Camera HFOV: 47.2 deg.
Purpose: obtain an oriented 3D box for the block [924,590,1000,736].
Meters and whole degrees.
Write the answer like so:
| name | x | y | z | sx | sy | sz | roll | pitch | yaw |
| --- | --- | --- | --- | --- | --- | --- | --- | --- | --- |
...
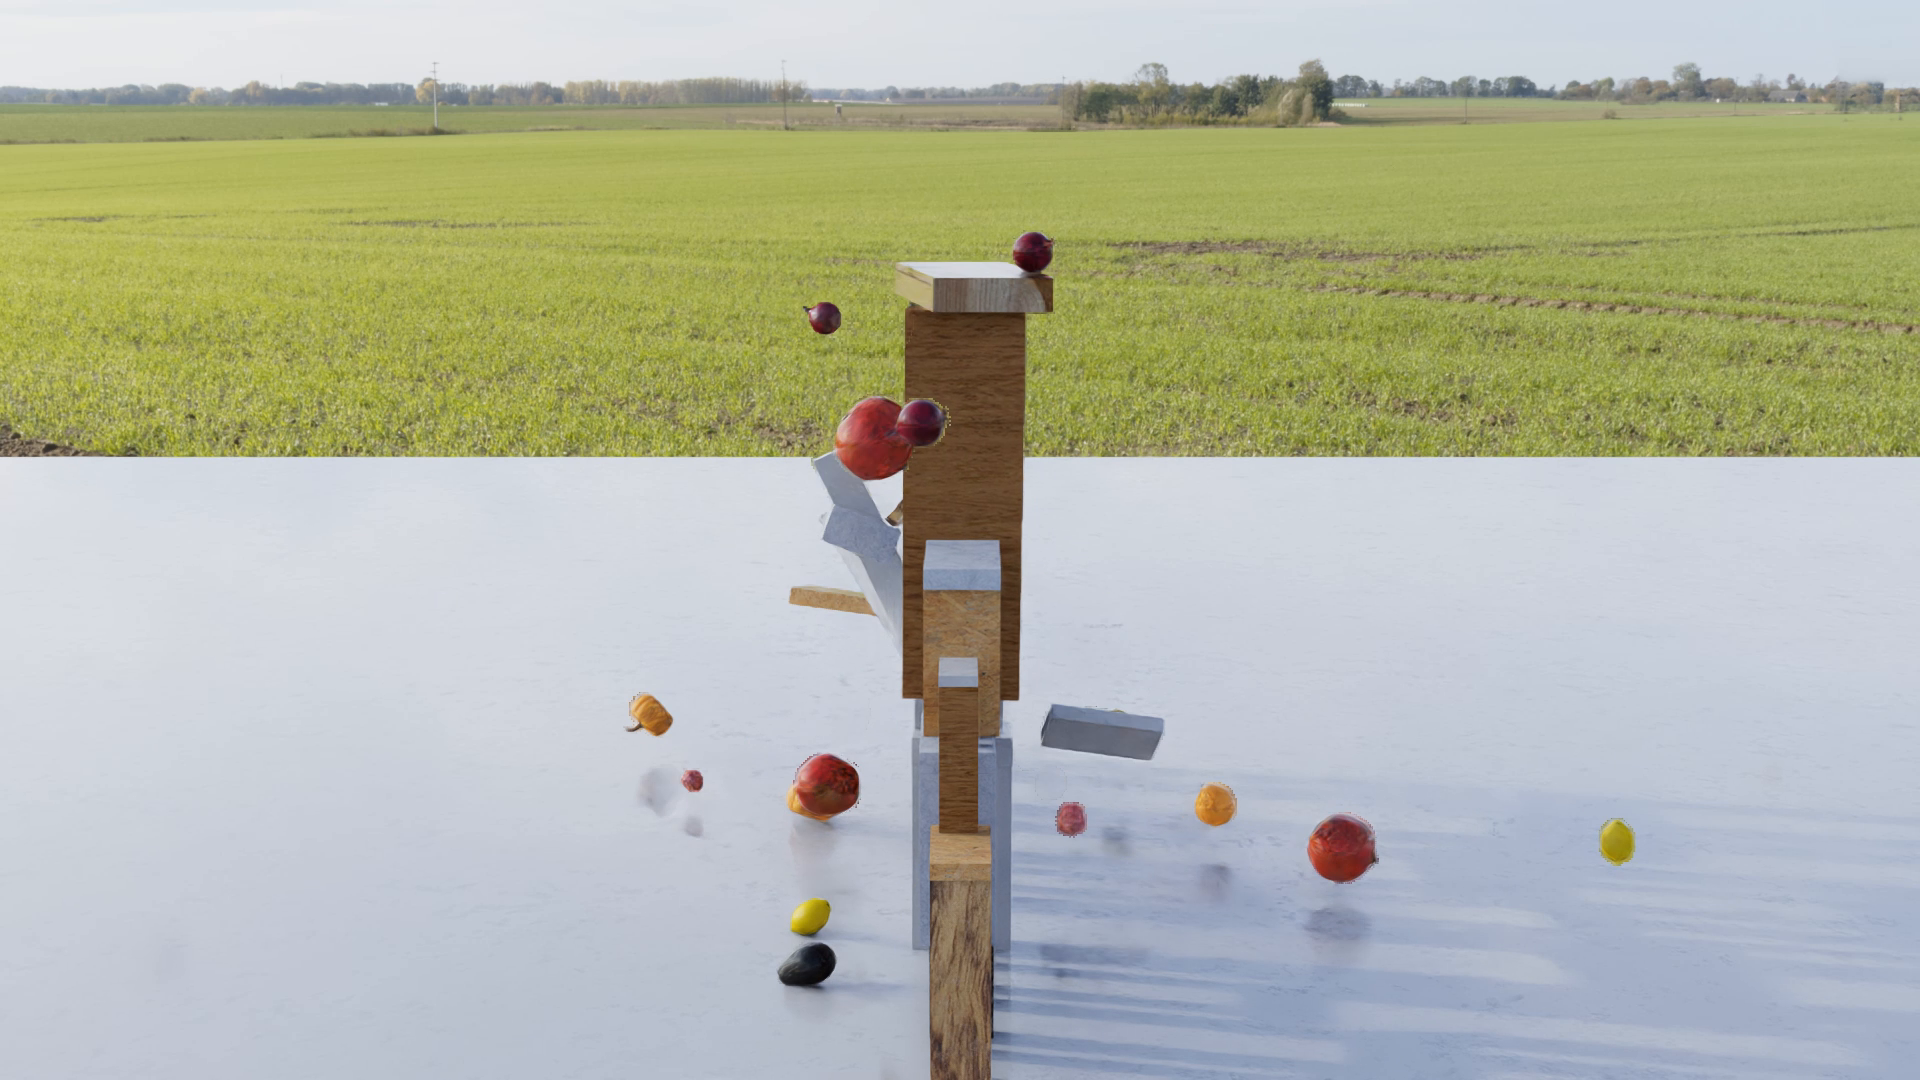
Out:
| name | x | y | z | sx | sy | sz | roll | pitch | yaw |
| --- | --- | --- | --- | --- | --- | --- | --- | --- | --- |
| block | 0.002 | 0.164 | 2.998 | 0.104 | 0.208 | 0.029 | 0 | 11 | 0 |

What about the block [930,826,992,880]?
| name | x | y | z | sx | sy | sz | roll | pitch | yaw |
| --- | --- | --- | --- | --- | --- | --- | --- | --- | --- |
| block | 0.001 | 0.406 | 2.862 | 0.079 | 0.022 | 0.157 | 0 | 11 | 0 |

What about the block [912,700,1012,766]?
| name | x | y | z | sx | sy | sz | roll | pitch | yaw |
| --- | --- | --- | --- | --- | --- | --- | --- | --- | --- |
| block | 0.003 | 0.292 | 3.477 | 0.153 | 0.043 | 0.306 | 0 | 11 | 0 |

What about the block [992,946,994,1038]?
| name | x | y | z | sx | sy | sz | roll | pitch | yaw |
| --- | --- | --- | --- | --- | --- | --- | --- | --- | --- |
| block | 0.002 | 0.608 | 3.080 | 0.090 | 0.179 | 0.025 | 0 | 10 | 0 |

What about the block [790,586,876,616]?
| name | x | y | z | sx | sy | sz | roll | pitch | yaw |
| --- | --- | --- | --- | --- | --- | --- | --- | --- | --- |
| block | -0.184 | 0.107 | 3.808 | 0.199 | 0.028 | 0.099 | 7 | 3 | 16 |

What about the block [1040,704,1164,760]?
| name | x | y | z | sx | sy | sz | roll | pitch | yaw |
| --- | --- | --- | --- | --- | --- | --- | --- | --- | --- |
| block | 0.248 | 0.338 | 3.861 | 0.199 | 0.099 | 0.028 | 8 | 53 | -6 |

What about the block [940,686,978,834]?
| name | x | y | z | sx | sy | sz | roll | pitch | yaw |
| --- | --- | --- | --- | --- | --- | --- | --- | --- | --- |
| block | -0.002 | 0.287 | 2.893 | 0.051 | 0.201 | 0.015 | 0 | 10 | 0 |

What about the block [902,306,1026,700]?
| name | x | y | z | sx | sy | sz | roll | pitch | yaw |
| --- | --- | --- | --- | --- | --- | --- | --- | --- | --- |
| block | 0.005 | -0.051 | 3.200 | 0.172 | 0.571 | 0.049 | 1 | 11 | 2 |

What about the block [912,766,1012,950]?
| name | x | y | z | sx | sy | sz | roll | pitch | yaw |
| --- | --- | --- | --- | --- | --- | --- | --- | --- | --- |
| block | 0.003 | 0.482 | 3.411 | 0.153 | 0.306 | 0.043 | 0 | 10 | 1 |

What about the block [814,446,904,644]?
| name | x | y | z | sx | sy | sz | roll | pitch | yaw |
| --- | --- | --- | --- | --- | --- | --- | --- | --- | --- |
| block | -0.114 | 0.063 | 3.593 | 0.059 | 0.458 | 0.017 | -24 | 11 | 5 |

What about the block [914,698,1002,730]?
| name | x | y | z | sx | sy | sz | roll | pitch | yaw |
| --- | --- | --- | --- | --- | --- | --- | --- | --- | --- |
| block | -0.001 | 0.154 | 3.366 | 0.135 | 0.269 | 0.038 | 0 | 10 | 0 |

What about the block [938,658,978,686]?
| name | x | y | z | sx | sy | sz | roll | pitch | yaw |
| --- | --- | --- | --- | --- | --- | --- | --- | --- | --- |
| block | -0.002 | 0.174 | 2.907 | 0.051 | 0.015 | 0.103 | 0 | 11 | 0 |

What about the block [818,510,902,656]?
| name | x | y | z | sx | sy | sz | roll | pitch | yaw |
| --- | --- | --- | --- | --- | --- | --- | --- | --- | --- |
| block | -0.114 | 0.104 | 3.671 | 0.028 | 0.361 | 0.099 | -34 | 9 | -27 |

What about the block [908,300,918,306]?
| name | x | y | z | sx | sy | sz | roll | pitch | yaw |
| --- | --- | --- | --- | --- | --- | --- | --- | --- | --- |
| block | 0.007 | -0.205 | 3.407 | 0.172 | 0.344 | 0.049 | 1 | 10 | 3 |

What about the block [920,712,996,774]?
| name | x | y | z | sx | sy | sz | roll | pitch | yaw |
| --- | --- | --- | --- | --- | --- | --- | --- | --- | --- |
| block | -0.003 | 0.278 | 3.028 | 0.102 | 0.029 | 0.204 | 0 | 11 | 0 |

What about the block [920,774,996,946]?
| name | x | y | z | sx | sy | sz | roll | pitch | yaw |
| --- | --- | --- | --- | --- | --- | --- | --- | --- | --- |
| block | -0.003 | 0.428 | 2.986 | 0.102 | 0.250 | 0.029 | 0 | 10 | 0 |

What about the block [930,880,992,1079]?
| name | x | y | z | sx | sy | sz | roll | pitch | yaw |
| --- | --- | --- | --- | --- | --- | --- | --- | --- | --- |
| block | 0.001 | 0.583 | 2.842 | 0.079 | 0.317 | 0.022 | 0 | 11 | 0 |

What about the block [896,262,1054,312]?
| name | x | y | z | sx | sy | sz | roll | pitch | yaw |
| --- | --- | --- | --- | --- | --- | --- | --- | --- | --- |
| block | 0.016 | -0.376 | 3.253 | 0.172 | 0.049 | 0.344 | -1 | 11 | -10 |

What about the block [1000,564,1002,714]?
| name | x | y | z | sx | sy | sz | roll | pitch | yaw |
| --- | --- | --- | --- | --- | --- | --- | --- | --- | --- |
| block | 0.008 | 0.141 | 3.139 | 0.104 | 0.216 | 0.029 | 1 | 11 | 2 |

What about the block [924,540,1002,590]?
| name | x | y | z | sx | sy | sz | roll | pitch | yaw |
| --- | --- | --- | --- | --- | --- | --- | --- | --- | --- |
| block | 0.004 | 0.034 | 3.045 | 0.104 | 0.029 | 0.208 | 0 | 11 | 0 |

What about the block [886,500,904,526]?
| name | x | y | z | sx | sy | sz | roll | pitch | yaw |
| --- | --- | --- | --- | --- | --- | --- | --- | --- | --- |
| block | -0.089 | -0.051 | 3.561 | 0.017 | 0.059 | 0.119 | 42 | 5 | 2 |

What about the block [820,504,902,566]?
| name | x | y | z | sx | sy | sz | roll | pitch | yaw |
| --- | --- | --- | --- | --- | --- | --- | --- | --- | --- |
| block | -0.159 | -0.008 | 3.517 | 0.119 | 0.059 | 0.017 | 21 | -3 | -16 |
